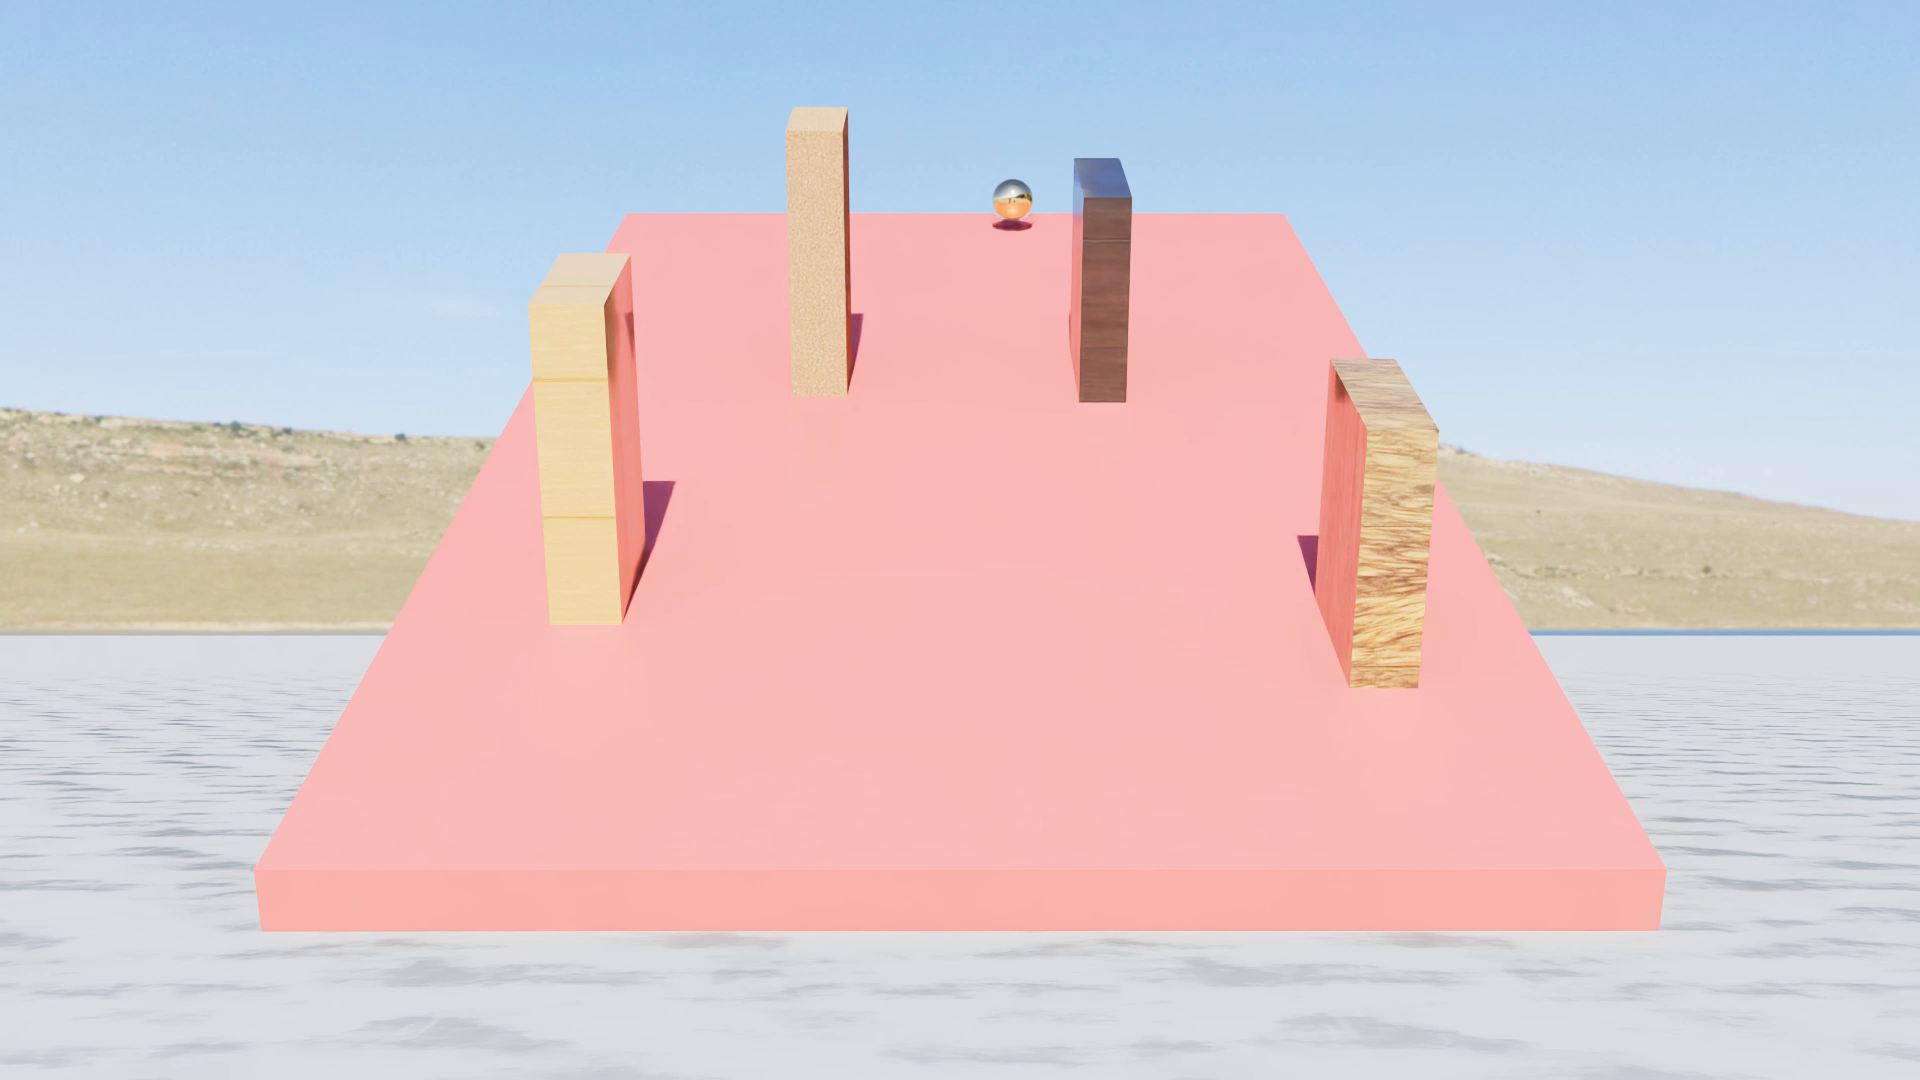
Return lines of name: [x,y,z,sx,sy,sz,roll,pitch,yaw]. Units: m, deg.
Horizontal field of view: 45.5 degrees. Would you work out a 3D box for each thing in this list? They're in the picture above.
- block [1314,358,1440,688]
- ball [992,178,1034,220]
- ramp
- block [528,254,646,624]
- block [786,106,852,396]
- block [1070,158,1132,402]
block: [0.704,-0.035,3.900,0.114,0.453,0.389,0,21,0]
ball: [0.155,-1.000,6.720,0.120,0.120,0.120,0,-2,0]
ramp: [-0.006,-0.218,5.118,2.000,0.100,4.000,0,21,0]
block: [-0.661,-0.185,4.095,0.127,0.584,0.345,0,21,0]
block: [-0.323,-0.667,5.285,0.126,0.614,0.282,0,21,0]
block: [0.325,-0.611,5.335,0.108,0.475,0.417,0,21,0]
